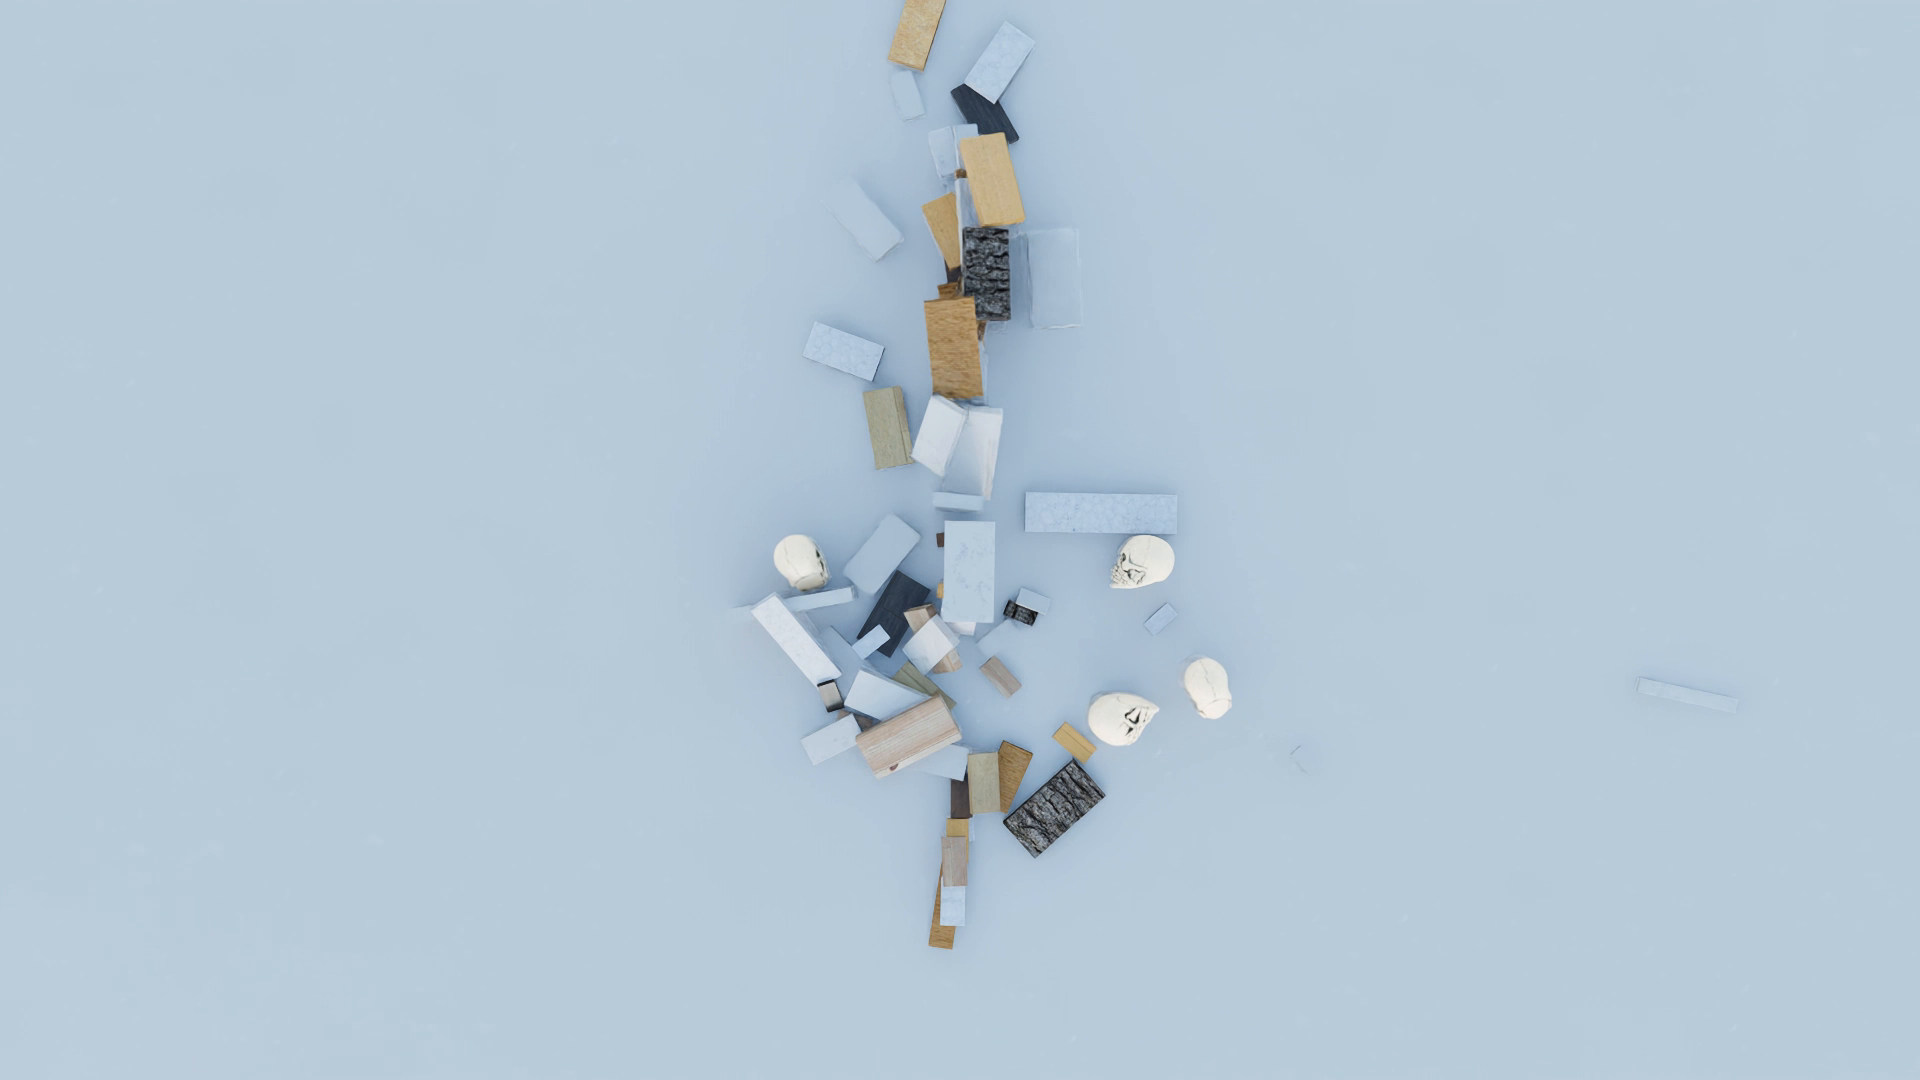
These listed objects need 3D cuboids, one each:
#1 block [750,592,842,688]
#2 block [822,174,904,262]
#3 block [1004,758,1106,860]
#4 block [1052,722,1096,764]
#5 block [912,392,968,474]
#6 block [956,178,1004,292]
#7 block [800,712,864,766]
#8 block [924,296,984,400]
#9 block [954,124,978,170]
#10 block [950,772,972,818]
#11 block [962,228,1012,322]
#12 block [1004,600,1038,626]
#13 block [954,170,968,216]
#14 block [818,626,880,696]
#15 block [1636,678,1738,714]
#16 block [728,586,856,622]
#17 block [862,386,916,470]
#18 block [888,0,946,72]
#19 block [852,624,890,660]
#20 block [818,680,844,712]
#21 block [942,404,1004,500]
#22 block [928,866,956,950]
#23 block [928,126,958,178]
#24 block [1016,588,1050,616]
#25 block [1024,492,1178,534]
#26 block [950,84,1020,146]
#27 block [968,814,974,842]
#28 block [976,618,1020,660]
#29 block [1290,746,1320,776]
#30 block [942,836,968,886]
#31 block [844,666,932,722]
[{"bbox_3d":[-0.532,0.330,5.376,0.098,0.028,0.366,-33,114,11],"label":"block"},{"bbox_3d":[-0.324,-1.069,5.483,0.123,0.035,0.278,-41,90,0],"label":"block"},{"bbox_3d":[0.313,0.892,5.478,0.315,0.045,0.157,-42,90,0],"label":"block"},{"bbox_3d":[0.381,0.675,5.490,0.138,0.020,0.069,40,90,0],"label":"block"},{"bbox_3d":[-0.068,-0.342,5.334,0.123,0.035,0.246,33,129,15],"label":"block"},{"bbox_3d":[0.073,-0.983,5.367,0.146,0.041,0.384,-3,86,-18],"label":"block"},{"bbox_3d":[-0.420,0.660,5.474,0.195,0.028,0.098,-27,95,5],"label":"block"},{"bbox_3d":[-0.020,-0.612,5.275,0.160,0.045,0.320,-6,109,1],"label":"block"},{"bbox_3d":[0.025,-1.283,5.419,0.076,0.022,0.158,-9,99,-17],"label":"block"},{"bbox_3d":[0.006,0.847,5.470,0.073,0.021,0.147,0,75,0],"label":"block"},{"bbox_3d":[0.085,-0.855,5.313,0.146,0.041,0.292,-1,88,-18],"label":"block"},{"bbox_3d":[0.202,0.243,5.492,0.107,0.015,0.054,22,90,0],"label":"block"},{"bbox_3d":[0.024,-1.135,5.399,0.076,0.022,0.152,-1,86,-18],"label":"block"},{"bbox_3d":[-0.381,0.423,5.481,0.263,0.037,0.131,44,90,0],"label":"block"},{"bbox_3d":[2.422,0.518,5.493,0.334,0.014,0.048,12,90,0],"label":"block"},{"bbox_3d":[-0.551,0.211,5.421,0.406,0.157,0.045,-10,90,0],"label":"block"},{"bbox_3d":[-0.237,-0.373,5.482,0.130,0.037,0.260,-10,90,0],"label":"block"},{"bbox_3d":[-0.104,-1.819,5.483,0.123,0.035,0.498,18,90,0],"label":"block"},{"bbox_3d":[-0.294,0.338,5.454,0.118,0.017,0.059,-39,90,0],"label":"block"},{"bbox_3d":[-0.427,0.516,5.459,0.059,0.017,0.118,-17,126,0],"label":"block"},{"bbox_3d":[0.040,-0.286,5.394,0.160,0.045,0.319,7,122,-2],"label":"block"},{"bbox_3d":[-0.040,1.193,5.489,0.081,0.023,0.329,9,90,0],"label":"block"},{"bbox_3d":[-0.048,-1.280,5.448,0.077,0.022,0.155,-16,88,0],"label":"block"},{"bbox_3d":[0.244,0.205,5.485,0.107,0.015,0.054,21,72,0],"label":"block"},{"bbox_3d":[0.468,-0.089,5.482,0.503,0.037,0.130,1,90,0],"label":"block"},{"bbox_3d":[0.082,-1.411,5.483,0.123,0.035,0.247,-30,90,0],"label":"block"},{"bbox_3d":[0.010,0.927,5.490,0.073,0.021,0.147,-2,90,0],"label":"block"},{"bbox_3d":[0.126,0.329,5.490,0.138,0.020,0.069,-38,90,0],"label":"block"},{"bbox_3d":[1.151,0.736,5.493,0.048,0.014,0.096,-44,90,0],"label":"block"},{"bbox_3d":[-0.018,1.061,5.444,0.081,0.023,0.161,-3,89,0],"label":"block"},{"bbox_3d":[-0.235,0.531,5.436,0.263,0.037,0.131,24,103,-5],"label":"block"}]
